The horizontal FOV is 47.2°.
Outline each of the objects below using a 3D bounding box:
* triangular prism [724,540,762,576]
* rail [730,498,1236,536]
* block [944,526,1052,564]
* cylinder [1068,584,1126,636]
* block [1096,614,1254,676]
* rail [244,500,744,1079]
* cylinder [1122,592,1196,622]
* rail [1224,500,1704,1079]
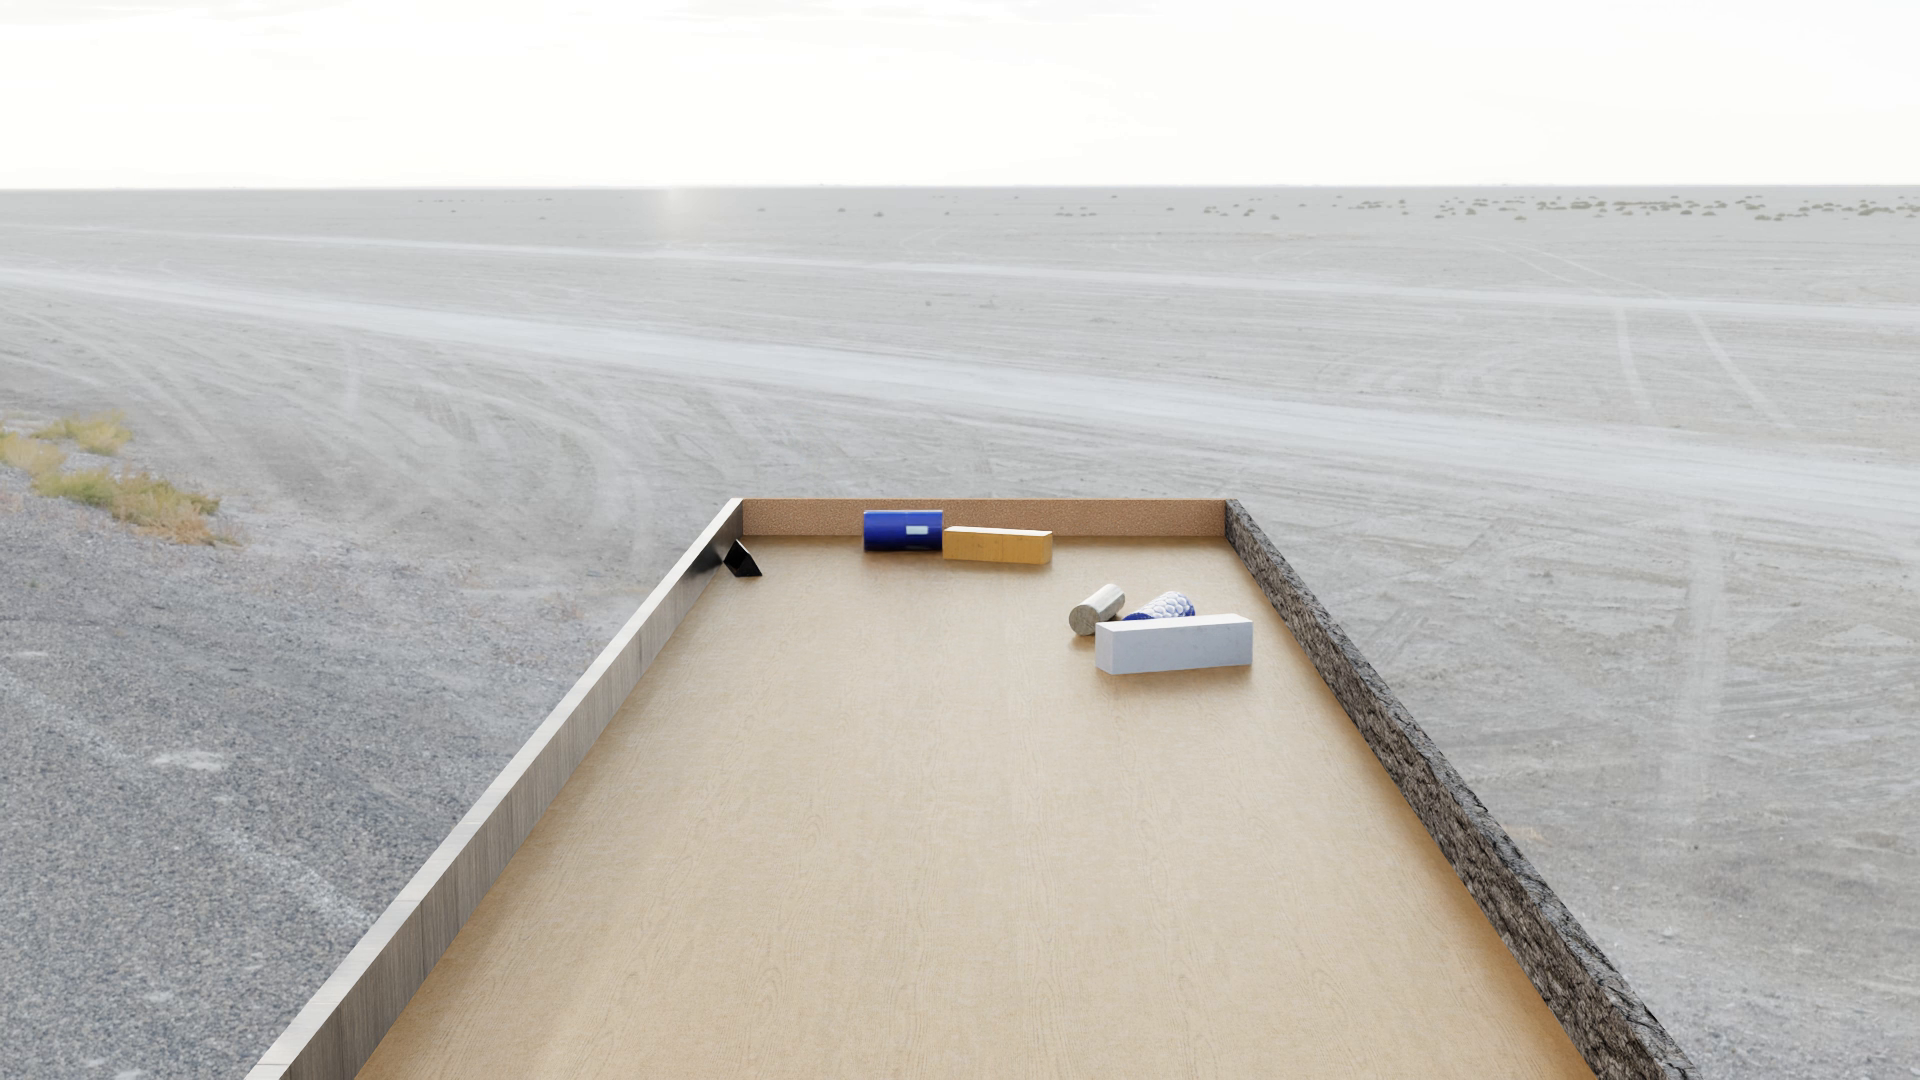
[{"bbox_3d":[-0.821,0.065,8.298,0.102,0.088,0.326,-2,9,-13],"label":"triangular prism"},{"bbox_3d":[0.099,-0.098,9.147,2.100,0.150,0.050,0,9,1],"label":"rail"},{"bbox_3d":[0.145,0.020,8.534,0.410,0.110,0.110,3,10,20],"label":"block"},{"bbox_3d":[0.454,0.228,7.249,0.100,0.100,0.393,3,9,16],"label":"cylinder"},{"bbox_3d":[0.645,0.312,6.618,0.459,0.132,0.132,-3,10,-19],"label":"block"},{"bbox_3d":[-1.004,0.839,3.234,0.050,0.150,12.000,0,9,1],"label":"rail"},{"bbox_3d":[0.617,0.264,6.879,0.145,0.145,0.384,3,10,20],"label":"cylinder"},{"bbox_3d":[1.046,0.843,3.208,0.050,0.150,12.000,0,9,1],"label":"rail"}]
